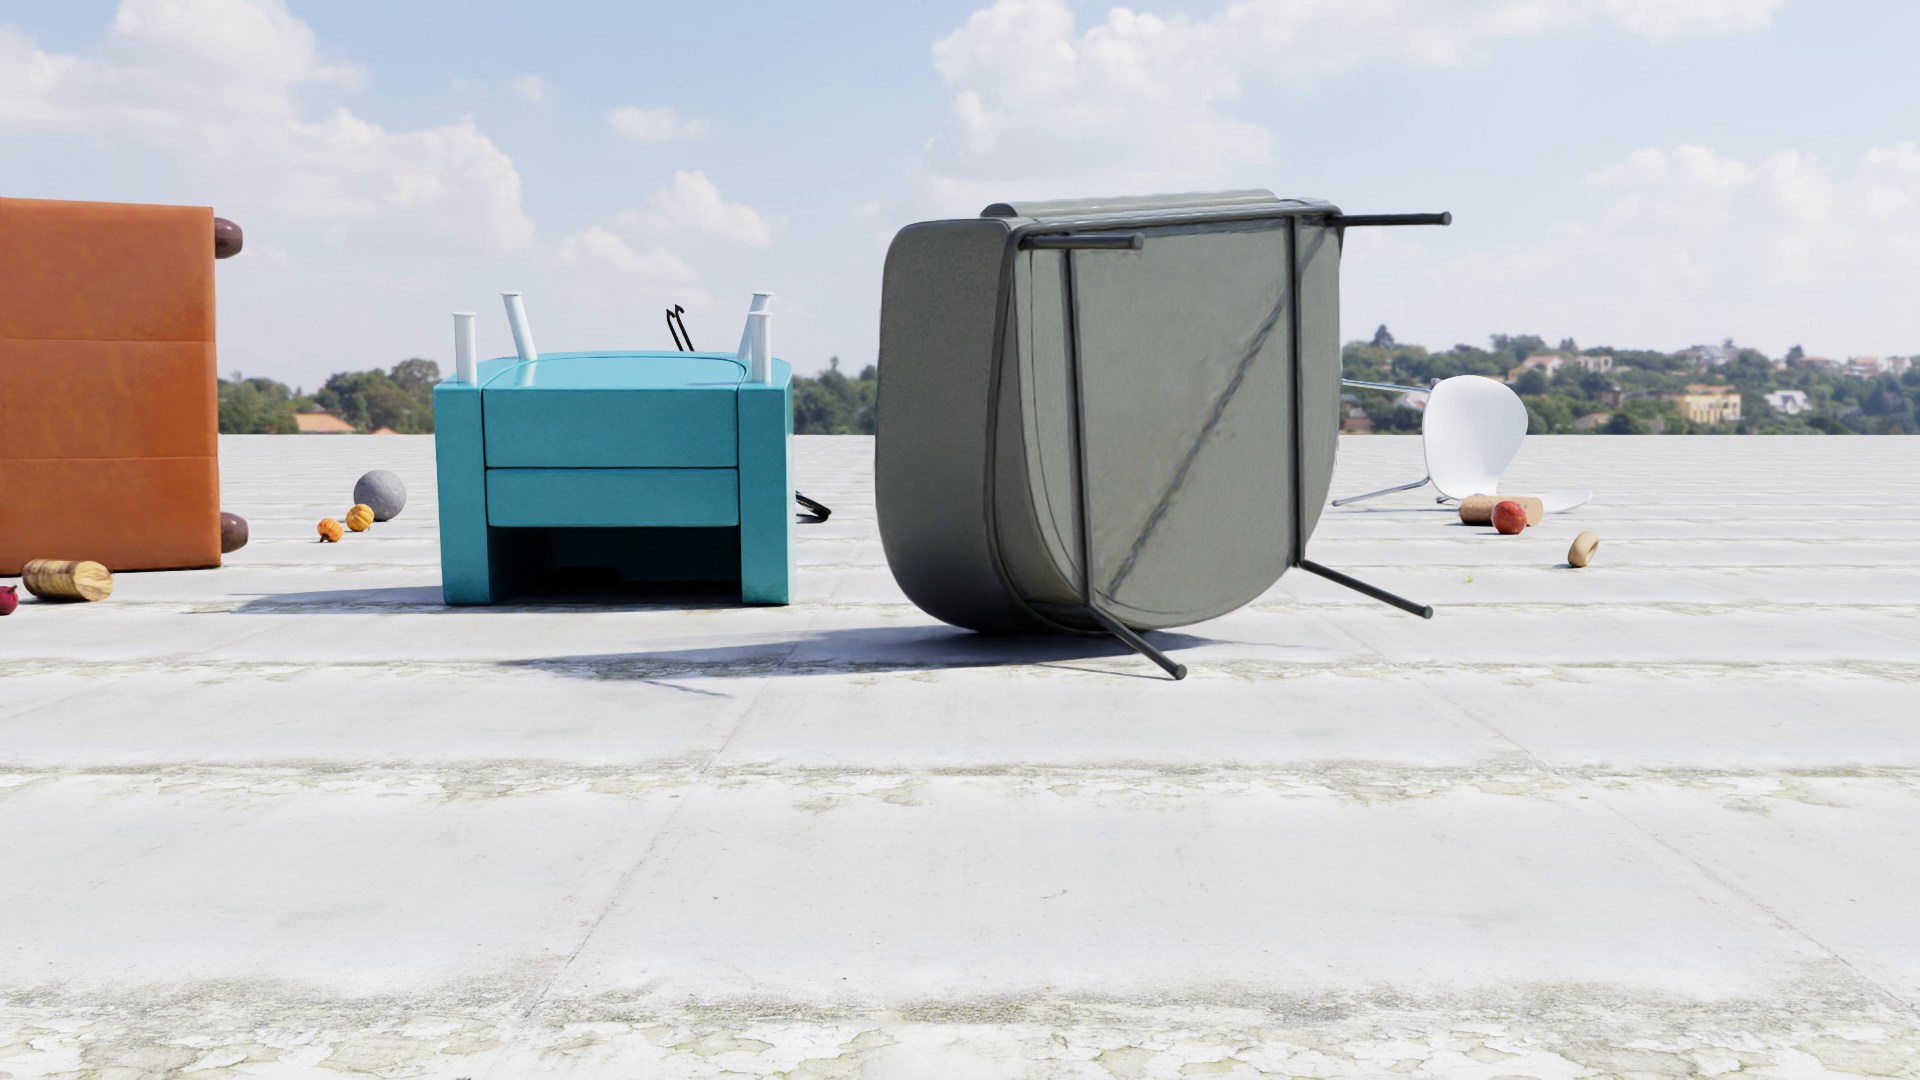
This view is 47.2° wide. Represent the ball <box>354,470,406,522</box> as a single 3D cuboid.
[{"bbox_3d":[-1.968,-0.151,7.461,0.176,0.176,0.176,0,4,0],"label":"ball"}]

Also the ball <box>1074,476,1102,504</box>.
[{"bbox_3d":[0.498,-0.190,8.522,0.109,0.109,0.109,0,4,0],"label":"ball"}]

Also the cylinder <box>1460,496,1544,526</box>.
[{"bbox_3d":[1.793,-0.097,7.277,0.217,0.094,0.235,2,5,29],"label":"cylinder"}]

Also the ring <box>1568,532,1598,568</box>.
[{"bbox_3d":[1.584,0.024,5.588,0.045,0.089,0.221,23,18,21],"label":"ring"}]

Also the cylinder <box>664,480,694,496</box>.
[{"bbox_3d":[-1.168,-0.215,9.165,0.116,0.062,0.061,-20,-8,33],"label":"cylinder"}]
